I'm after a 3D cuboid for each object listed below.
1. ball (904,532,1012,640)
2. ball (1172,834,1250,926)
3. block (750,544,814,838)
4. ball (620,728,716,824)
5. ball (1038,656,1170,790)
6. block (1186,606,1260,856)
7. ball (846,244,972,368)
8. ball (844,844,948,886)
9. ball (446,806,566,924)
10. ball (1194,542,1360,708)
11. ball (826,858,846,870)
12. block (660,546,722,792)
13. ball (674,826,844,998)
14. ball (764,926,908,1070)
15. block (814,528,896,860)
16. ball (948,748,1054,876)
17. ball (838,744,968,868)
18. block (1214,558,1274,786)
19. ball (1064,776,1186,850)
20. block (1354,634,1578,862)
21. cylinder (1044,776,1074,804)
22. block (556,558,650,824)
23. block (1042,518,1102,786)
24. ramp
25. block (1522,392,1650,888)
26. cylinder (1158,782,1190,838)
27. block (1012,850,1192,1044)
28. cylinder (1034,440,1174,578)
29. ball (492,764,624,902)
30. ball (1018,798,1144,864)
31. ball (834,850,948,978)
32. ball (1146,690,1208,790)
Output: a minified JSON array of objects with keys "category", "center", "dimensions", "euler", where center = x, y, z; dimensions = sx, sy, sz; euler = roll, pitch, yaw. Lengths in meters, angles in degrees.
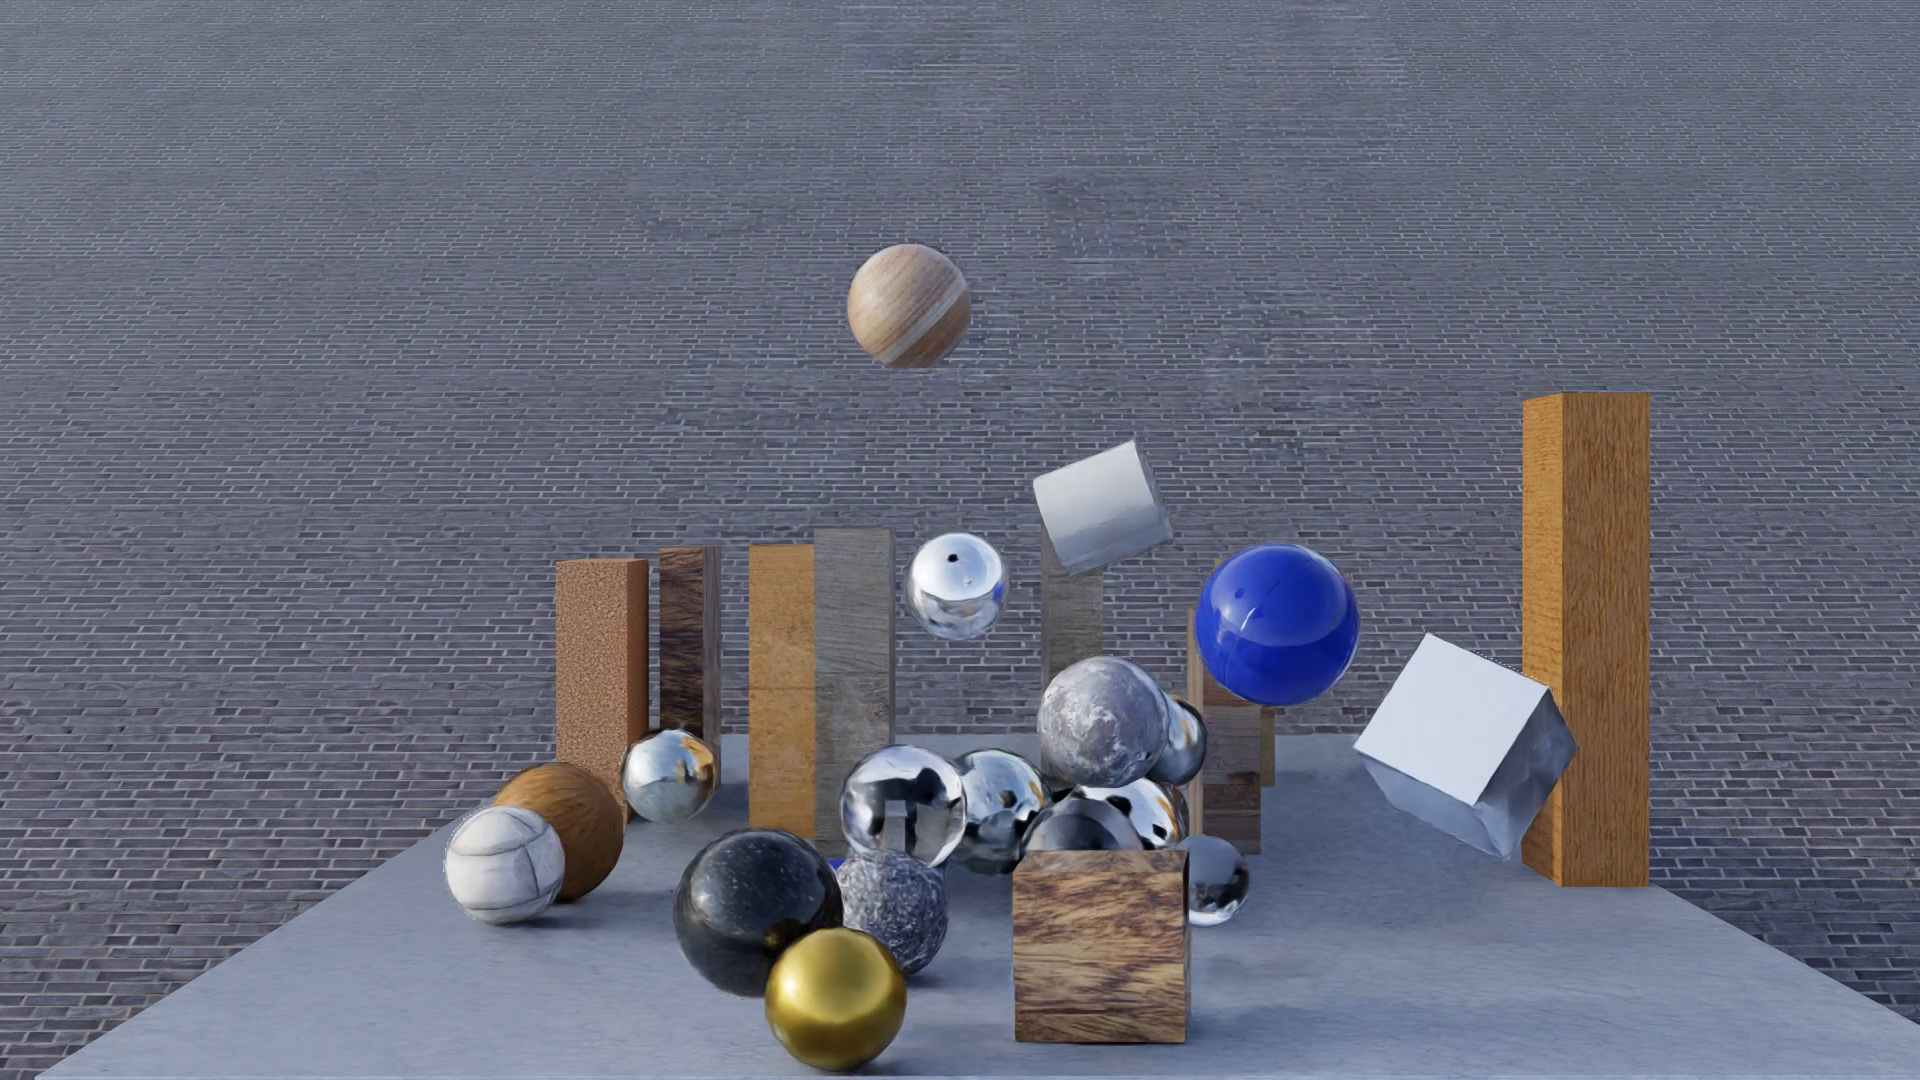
[{"category":"ball","center":[-0.003,0.056,3.130],"dimensions":[0.131,0.131,0.131],"euler":[0,28,0]},{"category":"ball","center":[0.337,0.469,3.558],"dimensions":[0.125,0.125,0.125],"euler":[0,28,0]},{"category":"block","center":[-0.306,0.264,4.665],"dimensions":[0.124,0.511,0.306],"euler":[0,1,0]},{"category":"ball","center":[-0.515,0.417,4.566],"dimensions":[0.169,0.169,0.169],"euler":[0,28,0]},{"category":"ball","center":[0.199,0.253,3.582],"dimensions":[0.185,0.185,0.185],"euler":[0,28,0]},{"category":"block","center":[0.451,0.321,4.445],"dimensions":[0.095,0.401,0.312],"euler":[0,1,0]},{"category":"ball","center":[-0.057,-0.265,2.927],"dimensions":[0.141,0.141,0.141],"euler":[0,28,0]},{"category":"ball","center":[-0.090,0.457,3.680],"dimensions":[0.147,0.147,0.147],"euler":[0,28,0]},{"category":"ball","center":[-0.628,0.450,3.577],"dimensions":[0.164,0.164,0.164],"euler":[0,28,0]},{"category":"ball","center":[0.383,0.102,3.120],"dimensions":[0.199,0.199,0.199],"euler":[0,28,0]},{"category":"ball","center":[-0.168,0.477,3.411],"dimensions":[0.113,0.113,0.113],"euler":[0,28,0]},{"category":"block","center":[-0.540,0.264,5.205],"dimensions":[0.083,0.500,0.398],"euler":[0,1,0]},{"category":"ball","center":[-0.217,0.402,2.791],"dimensions":[0.184,0.184,0.184],"euler":[0,28,0]},{"category":"ball","center":[-0.127,0.468,2.643],"dimensions":[0.146,0.146,0.146],"euler":[0,28,0]},{"category":"block","center":[-0.161,0.254,4.045],"dimensions":[0.112,0.545,0.396],"euler":[0,1,0]},{"category":"ball","center":[0.047,0.407,3.872],"dimensions":[0.191,0.191,0.191],"euler":[0,28,0]},{"category":"ball","center":[-0.077,0.369,3.544],"dimensions":[0.178,0.178,0.178],"euler":[0,28,0]},{"category":"block","center":[0.605,0.276,5.517],"dimensions":[0.091,0.468,0.331],"euler":[0,1,0]},{"category":"ball","center":[0.231,0.432,3.751],"dimensions":[0.195,0.195,0.195],"euler":[0,28,0]},{"category":"block","center":[0.702,0.288,3.576],"dimensions":[0.194,0.194,0.194],"euler":[26,75,36]},{"category":"cylinder","center":[0.151,0.451,4.063],"dimensions":[0.144,0.144,0.144],"euler":[-9,6,-16]},{"category":"block","center":[-0.673,0.278,4.888],"dimensions":[0.130,0.479,0.332],"euler":[0,1,0]},{"category":"block","center":[0.204,0.201,4.755],"dimensions":[0.095,0.634,0.373],"euler":[0,1,0]},{"category":"ramp","center":[0.063,0.570,4.611],"dimensions":[2.000,0.100,4.000],"euler":[0,1,0]},{"category":"block","center":[0.980,0.150,4.058],"dimensions":[0.133,0.750,0.275],"euler":[0,1,0]},{"category":"cylinder","center":[0.274,0.455,4.172],"dimensions":[0.137,0.137,0.137],"euler":[-27,18,-40]},{"category":"block","center":[0.160,0.446,2.859],"dimensions":[0.182,0.182,0.182],"euler":[-1,0,7]},{"category":"cylinder","center":[0.151,-0.033,2.718],"dimensions":[0.114,0.114,0.114],"euler":[-21,27,9]},{"category":"ball","center":[-0.593,0.429,3.789],"dimensions":[0.200,0.200,0.200],"euler":[0,28,0]},{"category":"ball","center":[0.168,0.443,3.559],"dimensions":[0.177,0.177,0.177],"euler":[0,28,0]},{"category":"ball","center":[-0.094,0.456,3.138],"dimensions":[0.160,0.160,0.160],"euler":[0,28,0]},{"category":"ball","center":[0.321,0.333,4.262],"dimensions":[0.174,0.174,0.174],"euler":[0,28,0]}]
